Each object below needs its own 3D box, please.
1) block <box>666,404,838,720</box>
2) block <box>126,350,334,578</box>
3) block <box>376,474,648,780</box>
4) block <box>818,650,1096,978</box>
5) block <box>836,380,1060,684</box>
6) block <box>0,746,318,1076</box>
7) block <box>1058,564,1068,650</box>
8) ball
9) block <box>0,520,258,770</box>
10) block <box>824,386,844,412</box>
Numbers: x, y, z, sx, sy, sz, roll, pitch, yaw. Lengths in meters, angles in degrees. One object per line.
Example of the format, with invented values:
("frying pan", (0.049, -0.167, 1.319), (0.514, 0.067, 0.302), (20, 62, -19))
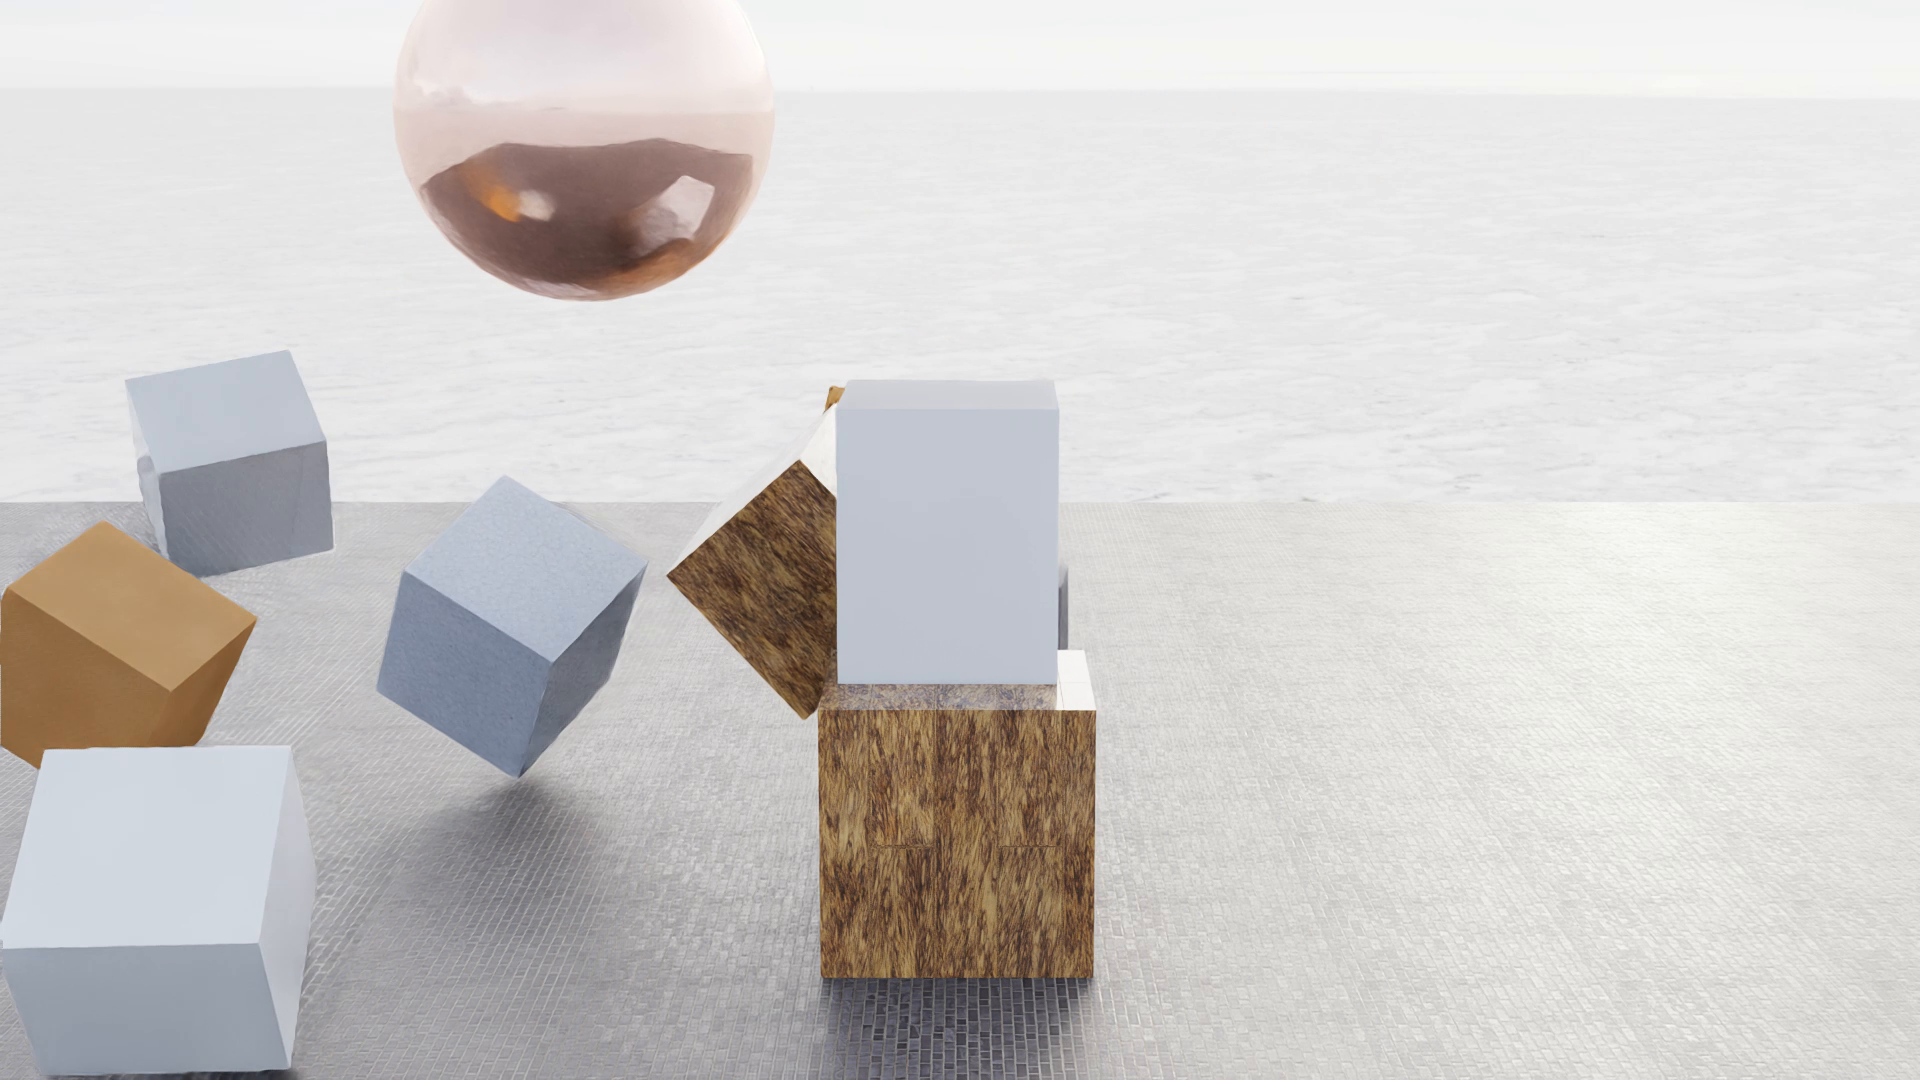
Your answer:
("block", (-0.643, 0.085, 11.786), (0.835, 0.904, 0.929), (-40, 9, 18))
("block", (-3.594, -0.365, 12.648), (0.798, 0.734, 0.709), (-13, 48, -22))
("block", (-2.265, 0.438, 12.947), (0.871, 0.942, 0.870), (31, 44, 7))
("block", (-0.011, 1.096, 10.507), (1.074, 1.084, 1.037), (0, 10, 0))
("block", (-0.044, -0.054, 10.694), (0.884, 1.113, 0.962), (0, 10, 1))
("block", (-2.834, 1.320, 9.169), (0.865, 0.756, 0.873), (-1, 45, -4))
("block", (0.248, 0.534, 14.698), (0.702, 0.690, 0.681), (1, 10, 6))
("ball", (-1.583, -1.808, 10.852), (1.600, 1.600, 1.600), (0, 10, 0))
("block", (-3.263, 0.483, 9.828), (0.714, 0.658, 0.648), (32, 28, 0))
("block", (-0.351, -0.339, 14.577), (0.827, 0.797, 0.655), (6, 23, -21))
